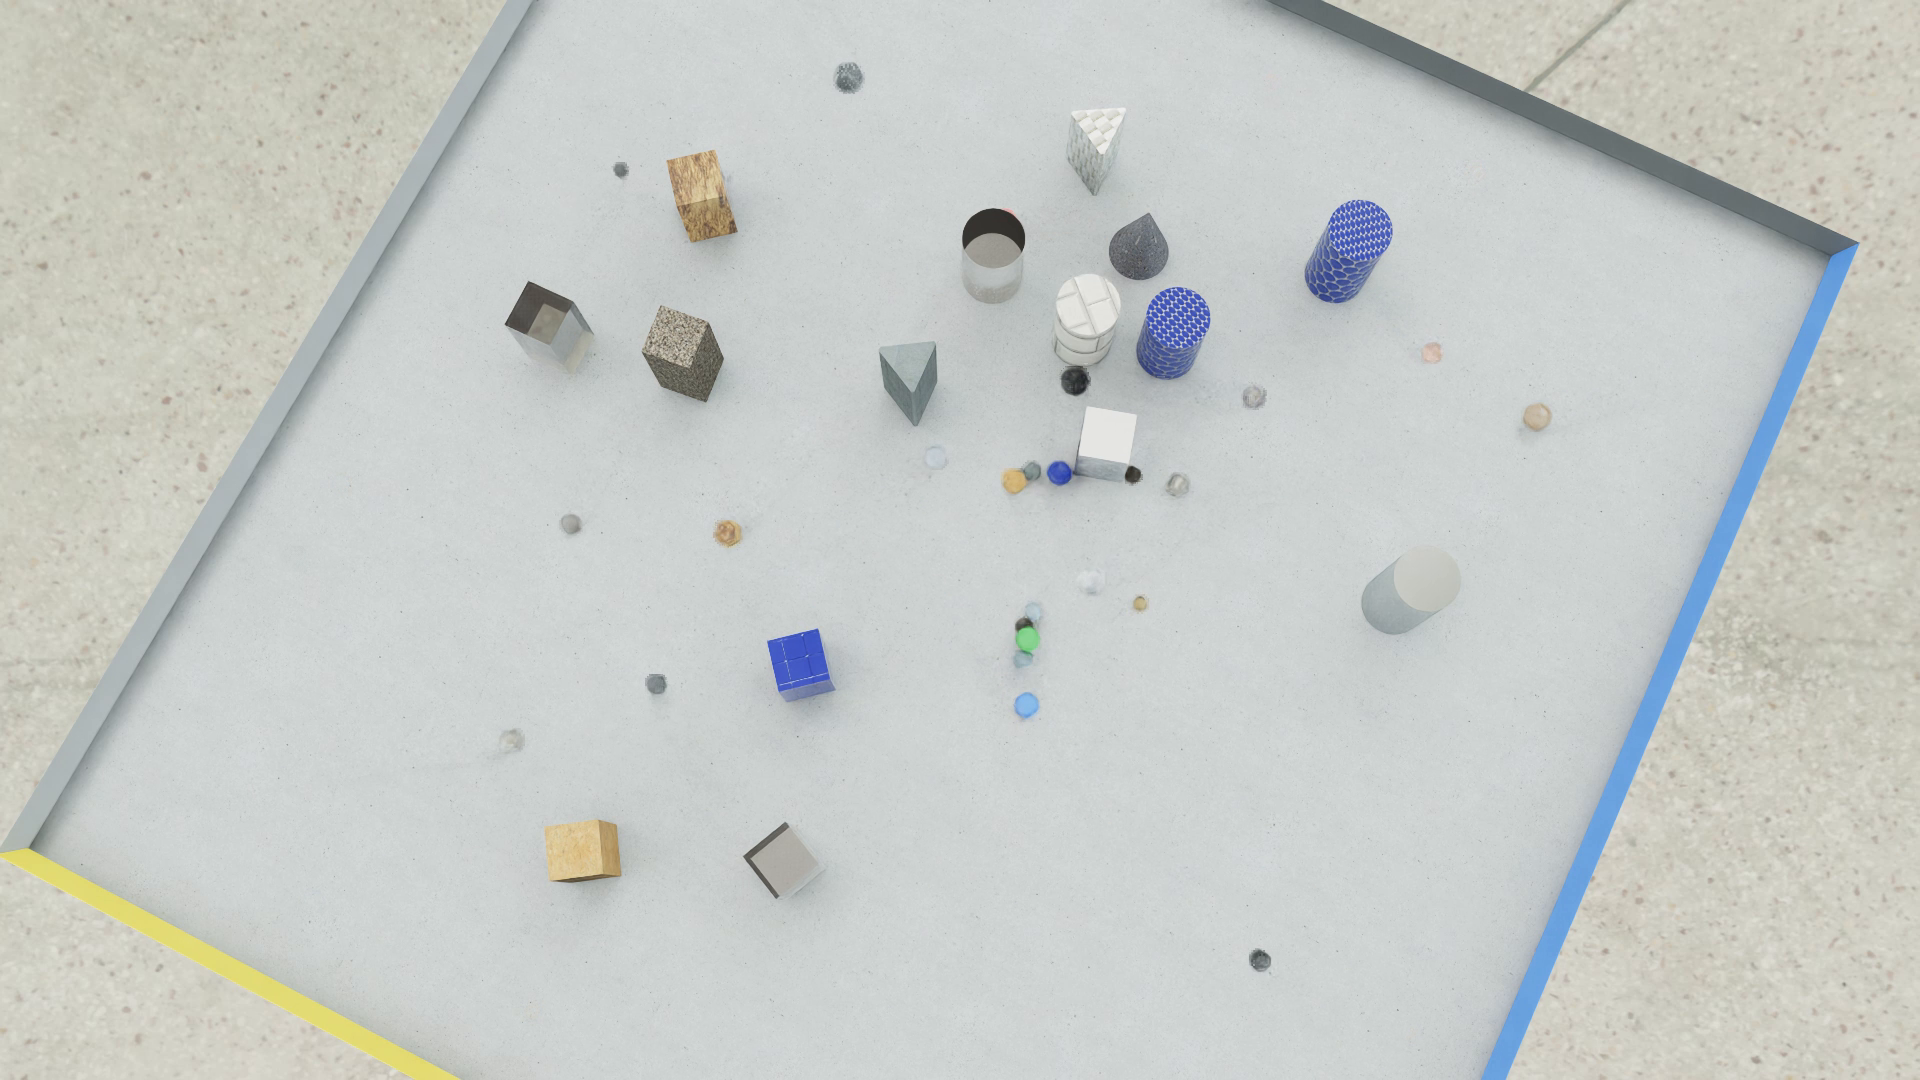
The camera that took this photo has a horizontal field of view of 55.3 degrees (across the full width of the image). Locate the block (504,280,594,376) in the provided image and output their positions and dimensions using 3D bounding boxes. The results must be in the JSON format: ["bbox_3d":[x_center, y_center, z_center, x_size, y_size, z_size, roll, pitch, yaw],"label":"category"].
[{"bbox_3d":[-1.247,-0.640,5.586,0.152,0.319,0.152,25,79,5],"label":"block"}]

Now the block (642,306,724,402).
[{"bbox_3d":[-0.835,-0.559,5.547,0.152,0.362,0.152,20,79,4],"label":"block"}]

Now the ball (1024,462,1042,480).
[{"bbox_3d":[0.223,-0.210,5.632,0.055,0.055,0.055,0,78,0],"label":"ball"}]

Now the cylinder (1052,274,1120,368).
[{"bbox_3d":[0.381,-0.666,5.589,0.190,0.323,0.190,0,78,0],"label":"cylinder"}]

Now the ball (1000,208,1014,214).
[{"bbox_3d":[0.143,-1.022,5.798,0.059,0.059,0.059,0,78,0],"label":"ball"}]

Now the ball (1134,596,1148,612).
[{"bbox_3d":[0.546,0.194,5.554,0.044,0.044,0.044,0,78,0],"label":"ball"}]

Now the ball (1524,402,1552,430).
[{"bbox_3d":[1.781,-0.382,5.651,0.087,0.087,0.087,0,78,0],"label":"ball"}]

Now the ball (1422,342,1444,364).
[{"bbox_3d":[1.470,-0.584,5.703,0.066,0.066,0.066,0,78,0],"label":"ball"}]

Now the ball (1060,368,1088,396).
[{"bbox_3d":[0.355,-0.491,5.674,0.087,0.087,0.087,0,78,0],"label":"ball"}]

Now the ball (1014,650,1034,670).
[{"bbox_3d":[0.192,0.358,5.512,0.060,0.060,0.060,0,78,0],"label":"ball"}]

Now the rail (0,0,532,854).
[{"bbox_3d":[-1.838,-0.893,5.737,0.045,0.123,4.170,26,80,5],"label":"rail"}]

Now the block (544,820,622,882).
[{"bbox_3d":[-1.085,0.900,5.286,0.152,0.283,0.152,-7,78,-2],"label":"block"}]

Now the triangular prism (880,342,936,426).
[{"bbox_3d":[-0.129,-0.497,5.524,0.143,0.383,0.165,-36,81,-7],"label":"triangular prism"}]

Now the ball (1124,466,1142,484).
[{"bbox_3d":[0.531,-0.200,5.632,0.051,0.051,0.051,0,78,0],"label":"ball"}]

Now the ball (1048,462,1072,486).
[{"bbox_3d":[0.306,-0.204,5.621,0.074,0.074,0.074,0,78,0],"label":"ball"}]

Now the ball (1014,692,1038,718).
[{"bbox_3d":[0.199,0.493,5.476,0.074,0.074,0.074,0,78,0],"label":"ball"}]

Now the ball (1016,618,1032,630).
[{"bbox_3d":[0.194,0.259,5.536,0.053,0.053,0.053,0,78,0],"label":"ball"}]

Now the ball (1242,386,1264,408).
[{"bbox_3d":[0.907,-0.444,5.672,0.071,0.071,0.071,0,78,0],"label":"ball"}]

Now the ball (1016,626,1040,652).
[{"bbox_3d":[0.203,0.297,5.487,0.074,0.074,0.074,0,78,0],"label":"ball"}]

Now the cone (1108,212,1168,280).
[{"bbox_3d":[0.566,-0.947,5.643,0.190,0.332,0.190,0,78,0],"label":"cone"}]

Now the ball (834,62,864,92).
[{"bbox_3d":[-0.358,-1.486,5.875,0.095,0.095,0.095,0,78,0],"label":"ball"}]

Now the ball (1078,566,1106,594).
[{"bbox_3d":[0.397,0.120,5.548,0.086,0.086,0.086,0,78,0],"label":"ball"}]

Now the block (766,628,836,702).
[{"bbox_3d":[-0.465,0.372,5.407,0.152,0.260,0.152,-14,79,-3],"label":"block"}]

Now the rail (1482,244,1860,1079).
[{"bbox_3d":[1.838,0.906,5.365,0.045,0.123,4.170,26,80,5],"label":"rail"}]

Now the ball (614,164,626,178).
[{"bbox_3d":[-1.082,-1.177,5.838,0.042,0.042,0.042,0,78,0],"label":"ball"}]

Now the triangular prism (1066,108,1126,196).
[{"bbox_3d":[0.443,-1.235,5.705,0.143,0.326,0.165,-33,80,-6],"label":"triangular prism"}]

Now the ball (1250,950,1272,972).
[{"bbox_3d":[0.875,1.226,5.332,0.060,0.060,0.060,0,78,0],"label":"ball"}]

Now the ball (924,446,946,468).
[{"bbox_3d":[-0.075,-0.254,5.634,0.069,0.069,0.069,0,78,0],"label":"ball"}]

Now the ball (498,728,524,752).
[{"bbox_3d":[-1.338,0.596,5.457,0.072,0.072,0.072,0,78,0],"label":"ball"}]

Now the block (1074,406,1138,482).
[{"bbox_3d":[0.438,-0.287,5.551,0.152,0.245,0.152,10,78,2],"label":"block"}]

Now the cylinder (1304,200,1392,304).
[{"bbox_3d":[1.183,-0.877,5.601,0.190,0.386,0.190,0,78,0],"label":"cylinder"}]

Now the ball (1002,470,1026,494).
[{"bbox_3d":[0.166,-0.179,5.615,0.075,0.075,0.075,0,78,0],"label":"ball"}]

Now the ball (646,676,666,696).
[{"bbox_3d":[-0.910,0.436,5.496,0.059,0.059,0.059,0,78,0],"label":"ball"}]

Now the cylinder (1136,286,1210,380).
[{"bbox_3d":[0.647,-0.626,5.581,0.190,0.324,0.190,0,78,0],"label":"cylinder"}]

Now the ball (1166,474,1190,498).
[{"bbox_3d":[0.667,-0.166,5.614,0.072,0.072,0.072,0,78,0],"label":"ball"}]

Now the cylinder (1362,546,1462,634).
[{"bbox_3d":[1.316,0.151,5.368,0.190,0.426,0.190,0,78,0],"label":"cylinder"}]

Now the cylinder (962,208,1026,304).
[{"bbox_3d":[0.101,-0.869,5.632,0.190,0.322,0.190,0,78,0],"label":"cylinder"}]

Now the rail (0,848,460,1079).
[{"bbox_3d":[-0.922,1.812,5.177,4.156,0.123,0.045,26,80,5],"label":"rail"}]

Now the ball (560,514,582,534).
[{"bbox_3d":[-1.186,-0.050,5.595,0.063,0.063,0.063,0,78,0],"label":"ball"}]

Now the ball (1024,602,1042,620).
[{"bbox_3d":[0.221,0.216,5.545,0.052,0.052,0.052,0,78,0],"label":"ball"}]

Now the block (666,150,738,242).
[{"bbox_3d":[-0.797,-1.063,5.682,0.152,0.303,0.152,-13,79,-3],"label":"block"}]

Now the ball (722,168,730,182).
[{"bbox_3d":[-0.753,-1.159,5.833,0.044,0.044,0.044,0,78,0],"label":"ball"}]

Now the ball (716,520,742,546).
[{"bbox_3d":[-0.705,-0.022,5.580,0.080,0.080,0.080,0,78,0],"label":"ball"}]

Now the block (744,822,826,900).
[{"bbox_3d":[-0.501,0.925,5.268,0.152,0.307,0.152,-39,81,-7],"label":"block"}]

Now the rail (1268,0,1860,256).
[{"bbox_3d":[0.922,-1.799,5.925,4.156,0.123,0.045,26,80,5],"label":"rail"}]
